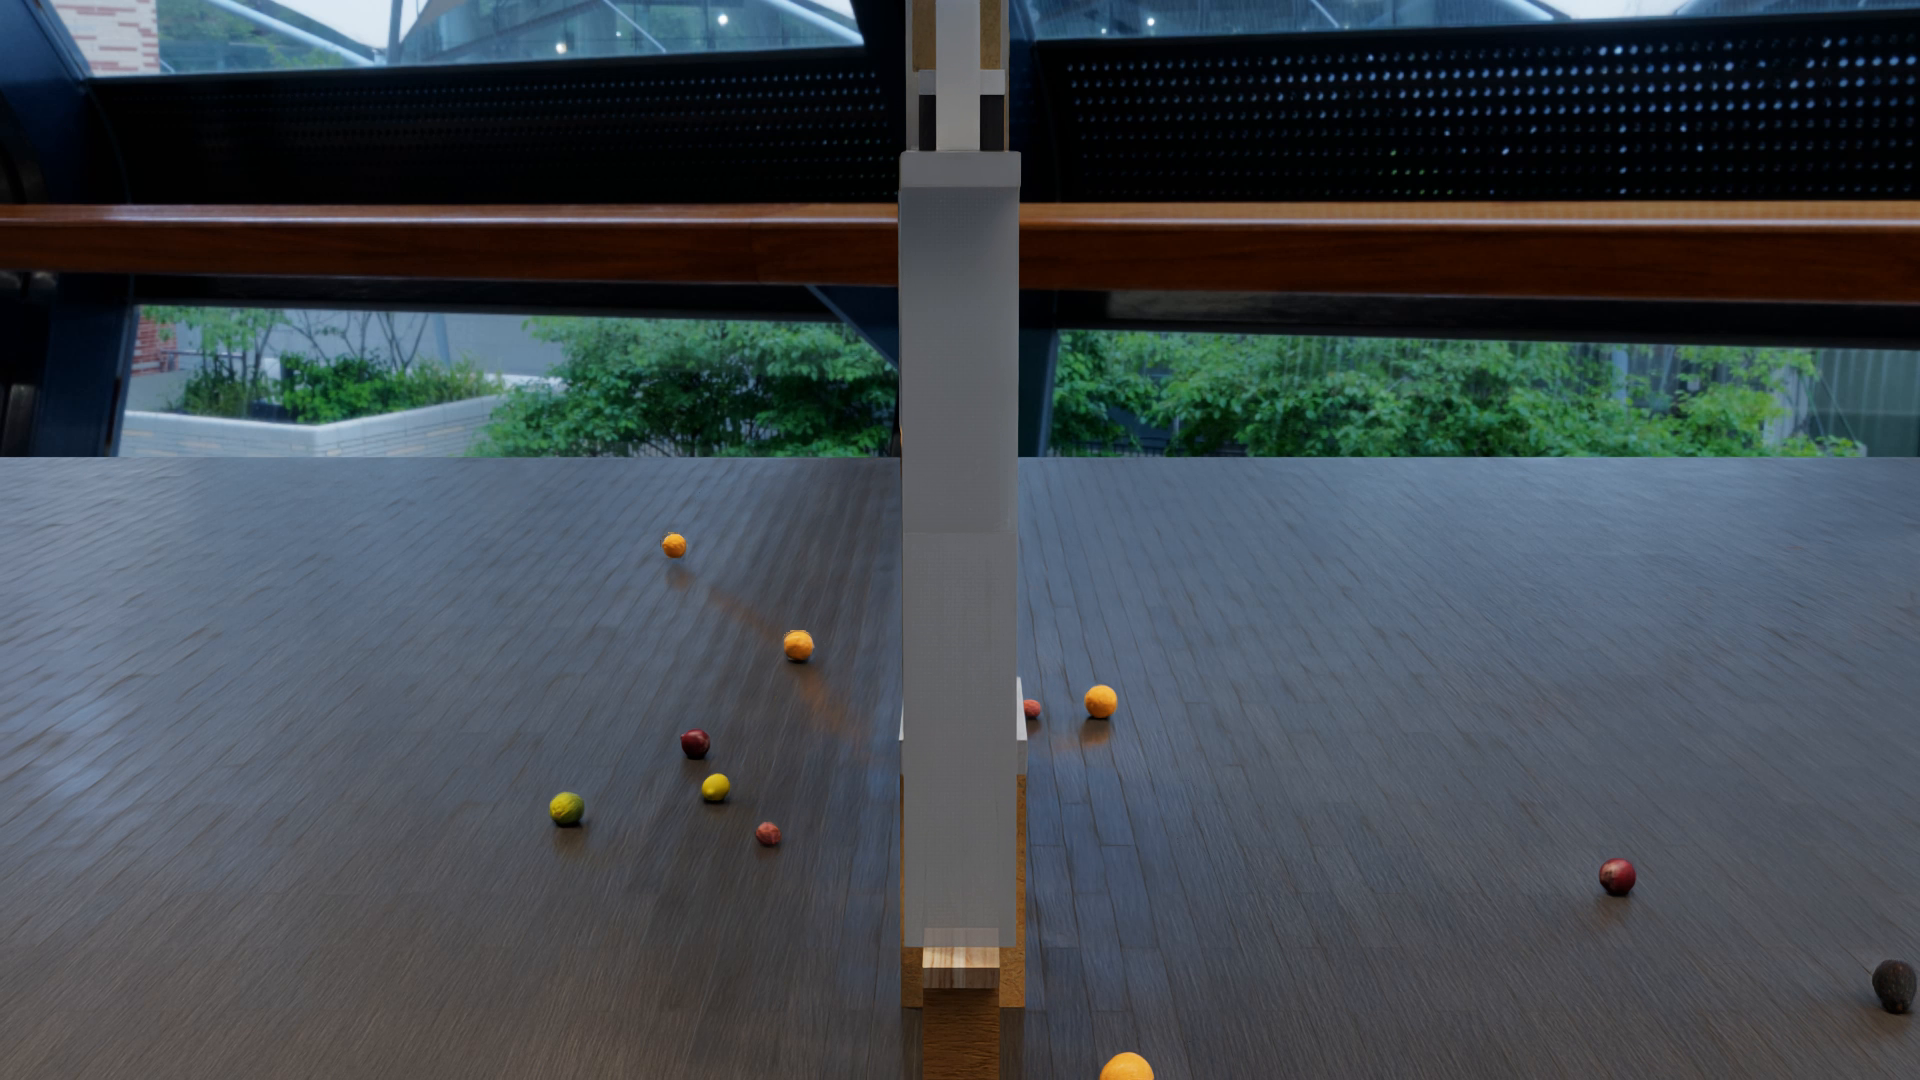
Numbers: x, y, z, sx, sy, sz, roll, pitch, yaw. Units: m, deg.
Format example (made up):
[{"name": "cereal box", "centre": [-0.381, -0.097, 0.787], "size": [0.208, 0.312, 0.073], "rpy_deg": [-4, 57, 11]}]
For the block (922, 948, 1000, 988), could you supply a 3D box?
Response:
[{"name": "block", "centre": [0.002, 0.531, 2.851], "size": [0.097, 0.027, 0.194], "rpy_deg": [0, 11, 0]}]

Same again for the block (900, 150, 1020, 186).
[{"name": "block", "centre": [0.001, -0.467, 2.756], "size": [0.143, 0.040, 0.285], "rpy_deg": [0, 11, 0]}]

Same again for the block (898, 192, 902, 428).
[{"name": "block", "centre": [-0.004, -0.353, 3.363], "size": [0.180, 0.360, 0.051], "rpy_deg": [0, 10, -1]}]

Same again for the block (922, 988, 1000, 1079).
[{"name": "block", "centre": [0.002, 0.651, 2.808], "size": [0.097, 0.193, 0.027], "rpy_deg": [0, 11, 0]}]

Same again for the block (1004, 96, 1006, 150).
[{"name": "block", "centre": [0.006, -0.507, 3.090], "size": [0.113, 0.226, 0.032], "rpy_deg": [0, 11, 1]}]

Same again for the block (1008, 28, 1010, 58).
[{"name": "block", "centre": [0.001, -0.842, 3.748], "size": [0.160, 0.045, 0.320], "rpy_deg": [0, 11, 0]}]

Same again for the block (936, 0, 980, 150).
[{"name": "block", "centre": [-0.003, -0.618, 2.861], "size": [0.057, 0.218, 0.016], "rpy_deg": [0, 11, 0]}]

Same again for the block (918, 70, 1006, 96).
[{"name": "block", "centre": [0.005, -0.620, 2.992], "size": [0.113, 0.032, 0.226], "rpy_deg": [0, 11, 1]}]

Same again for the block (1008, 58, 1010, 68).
[{"name": "block", "centre": [0.001, -0.642, 3.678], "size": [0.160, 0.320, 0.045], "rpy_deg": [0, 11, 0]}]

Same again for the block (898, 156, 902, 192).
[{"name": "block", "centre": [-0.003, -0.577, 3.446], "size": [0.180, 0.051, 0.360], "rpy_deg": [0, 10, 0]}]

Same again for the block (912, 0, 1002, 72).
[{"name": "block", "centre": [-0.004, -0.862, 2.958], "size": [0.120, 0.456, 0.034], "rpy_deg": [0, 11, 2]}]

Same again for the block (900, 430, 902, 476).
[{"name": "block", "centre": [-0.005, -0.149, 3.383], "size": [0.171, 0.049, 0.343], "rpy_deg": [0, 11, -1]}]

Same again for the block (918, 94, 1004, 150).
[{"name": "block", "centre": [0.002, -0.396, 2.958], "size": [0.113, 0.397, 0.032], "rpy_deg": [0, 10, 0]}]

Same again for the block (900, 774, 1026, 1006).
[{"name": "block", "centre": [0.004, 0.497, 3.186], "size": [0.180, 0.360, 0.051], "rpy_deg": [0, 11, 0]}]

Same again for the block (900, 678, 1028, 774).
[{"name": "block", "centre": [0.004, 0.273, 3.267], "size": [0.180, 0.051, 0.360], "rpy_deg": [0, 11, 0]}]

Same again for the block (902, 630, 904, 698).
[{"name": "block", "centre": [-0.001, 0.065, 3.306], "size": [0.171, 0.343, 0.049], "rpy_deg": [0, 11, 0]}]

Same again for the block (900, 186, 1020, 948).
[{"name": "block", "centre": [0.000, 0.045, 2.754], "size": [0.143, 0.964, 0.040], "rpy_deg": [0, 11, 0]}]

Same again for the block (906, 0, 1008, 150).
[{"name": "block", "centre": [-0.004, -0.626, 3.160], "size": [0.146, 0.433, 0.041], "rpy_deg": [0, 11, -1]}]
